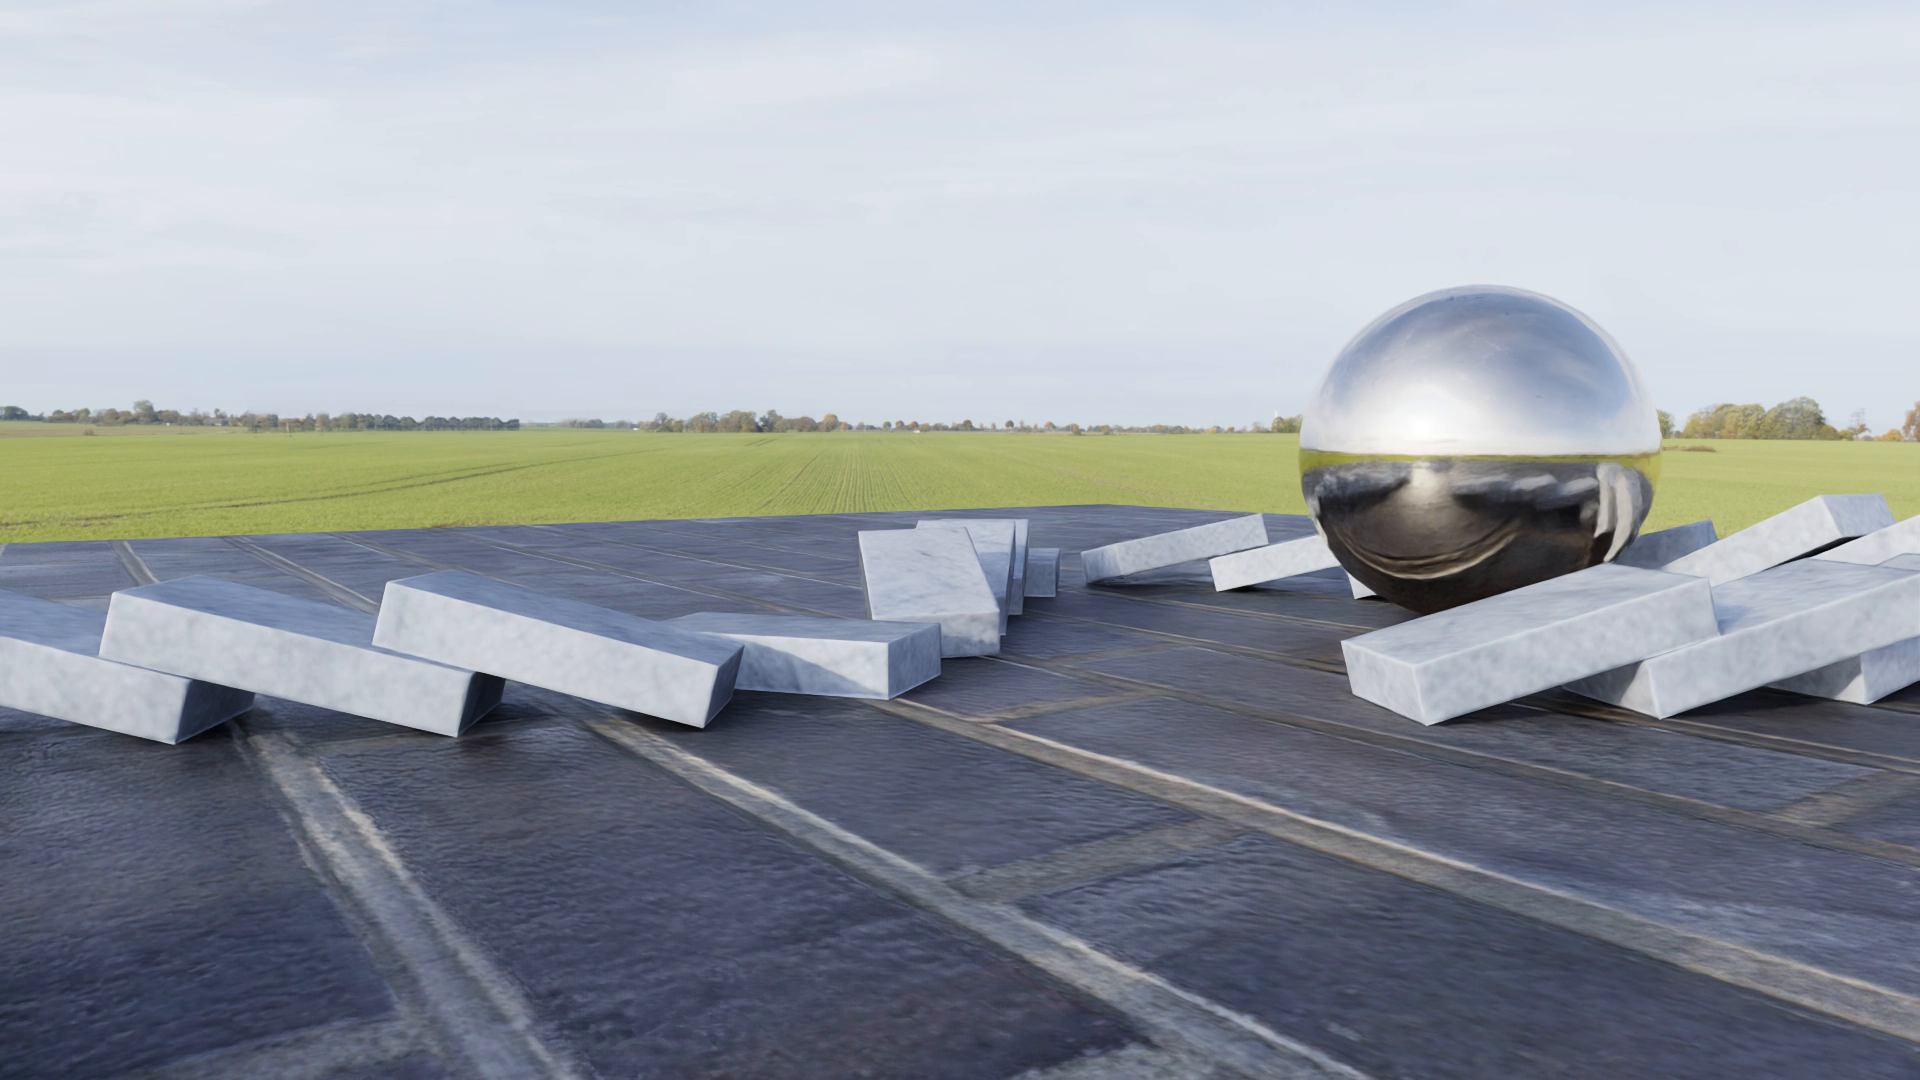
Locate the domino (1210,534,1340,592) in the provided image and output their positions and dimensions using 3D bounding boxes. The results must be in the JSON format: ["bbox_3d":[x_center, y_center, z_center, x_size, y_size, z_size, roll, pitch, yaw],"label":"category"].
[{"bbox_3d":[0.100,0.004,0.370,0.050,0.010,0.025,-14,-2,25],"label":"domino"}]

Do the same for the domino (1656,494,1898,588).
[{"bbox_3d":[0.178,0.005,0.289,0.025,0.010,0.050,-2,-23,-30],"label":"domino"}]

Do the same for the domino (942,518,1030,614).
[{"bbox_3d":[0.005,0.006,0.343,0.025,0.010,0.050,0,18,5],"label":"domino"}]

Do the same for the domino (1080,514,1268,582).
[{"bbox_3d":[0.065,0.003,0.390,0.050,0.010,0.025,-11,-3,-19],"label":"domino"}]

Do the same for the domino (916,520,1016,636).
[{"bbox_3d":[0.000,0.008,0.309,0.025,0.010,0.050,0,20,5],"label":"domino"}]

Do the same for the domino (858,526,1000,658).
[{"bbox_3d":[-0.008,0.010,0.274,0.025,0.009,0.050,-2,20,-7],"label":"domino"}]

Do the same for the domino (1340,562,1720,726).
[{"bbox_3d":[0.091,0.016,0.208,0.050,0.009,0.025,-15,6,-7],"label":"domino"}]

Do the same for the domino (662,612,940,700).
[{"bbox_3d":[-0.031,0.020,0.233,0.050,0.010,0.025,2,5,19],"label":"domino"}]

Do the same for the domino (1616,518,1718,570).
[{"bbox_3d":[0.163,0.006,0.328,0.050,0.009,0.025,-18,-8,39],"label":"domino"}]

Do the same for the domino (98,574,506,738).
[{"bbox_3d":[-0.097,0.017,0.195,0.050,0.009,0.025,14,3,-7],"label":"domino"}]

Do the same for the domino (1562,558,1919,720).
[{"bbox_3d":[0.129,0.015,0.213,0.050,0.010,0.025,-16,6,-6],"label":"domino"}]

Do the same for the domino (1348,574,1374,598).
[{"bbox_3d":[0.134,0.005,0.353,0.050,0.010,0.025,-15,-3,25],"label":"domino"}]

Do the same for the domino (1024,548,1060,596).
[{"bbox_3d":[0.017,0.009,0.383,0.025,0.010,0.050,0,4,6],"label":"domino"}]

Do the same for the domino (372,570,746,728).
[{"bbox_3d":[-0.061,0.016,0.201,0.050,0.010,0.025,15,3,-1],"label":"domino"}]

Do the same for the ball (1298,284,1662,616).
[{"bbox_3d":[0.122,-0.020,0.306,0.080,0.080,0.080,0,4,0],"label":"ball"}]

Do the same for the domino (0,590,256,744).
[{"bbox_3d":[-0.135,0.017,0.191,0.050,0.010,0.025,15,2,-7],"label":"domino"}]

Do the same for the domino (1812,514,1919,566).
[{"bbox_3d":[0.187,0.005,0.264,0.025,0.009,0.050,-5,-21,-38],"label":"domino"}]

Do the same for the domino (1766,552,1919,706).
[{"bbox_3d":[0.165,0.015,0.228,0.050,0.010,0.025,-17,10,-19],"label":"domino"}]
